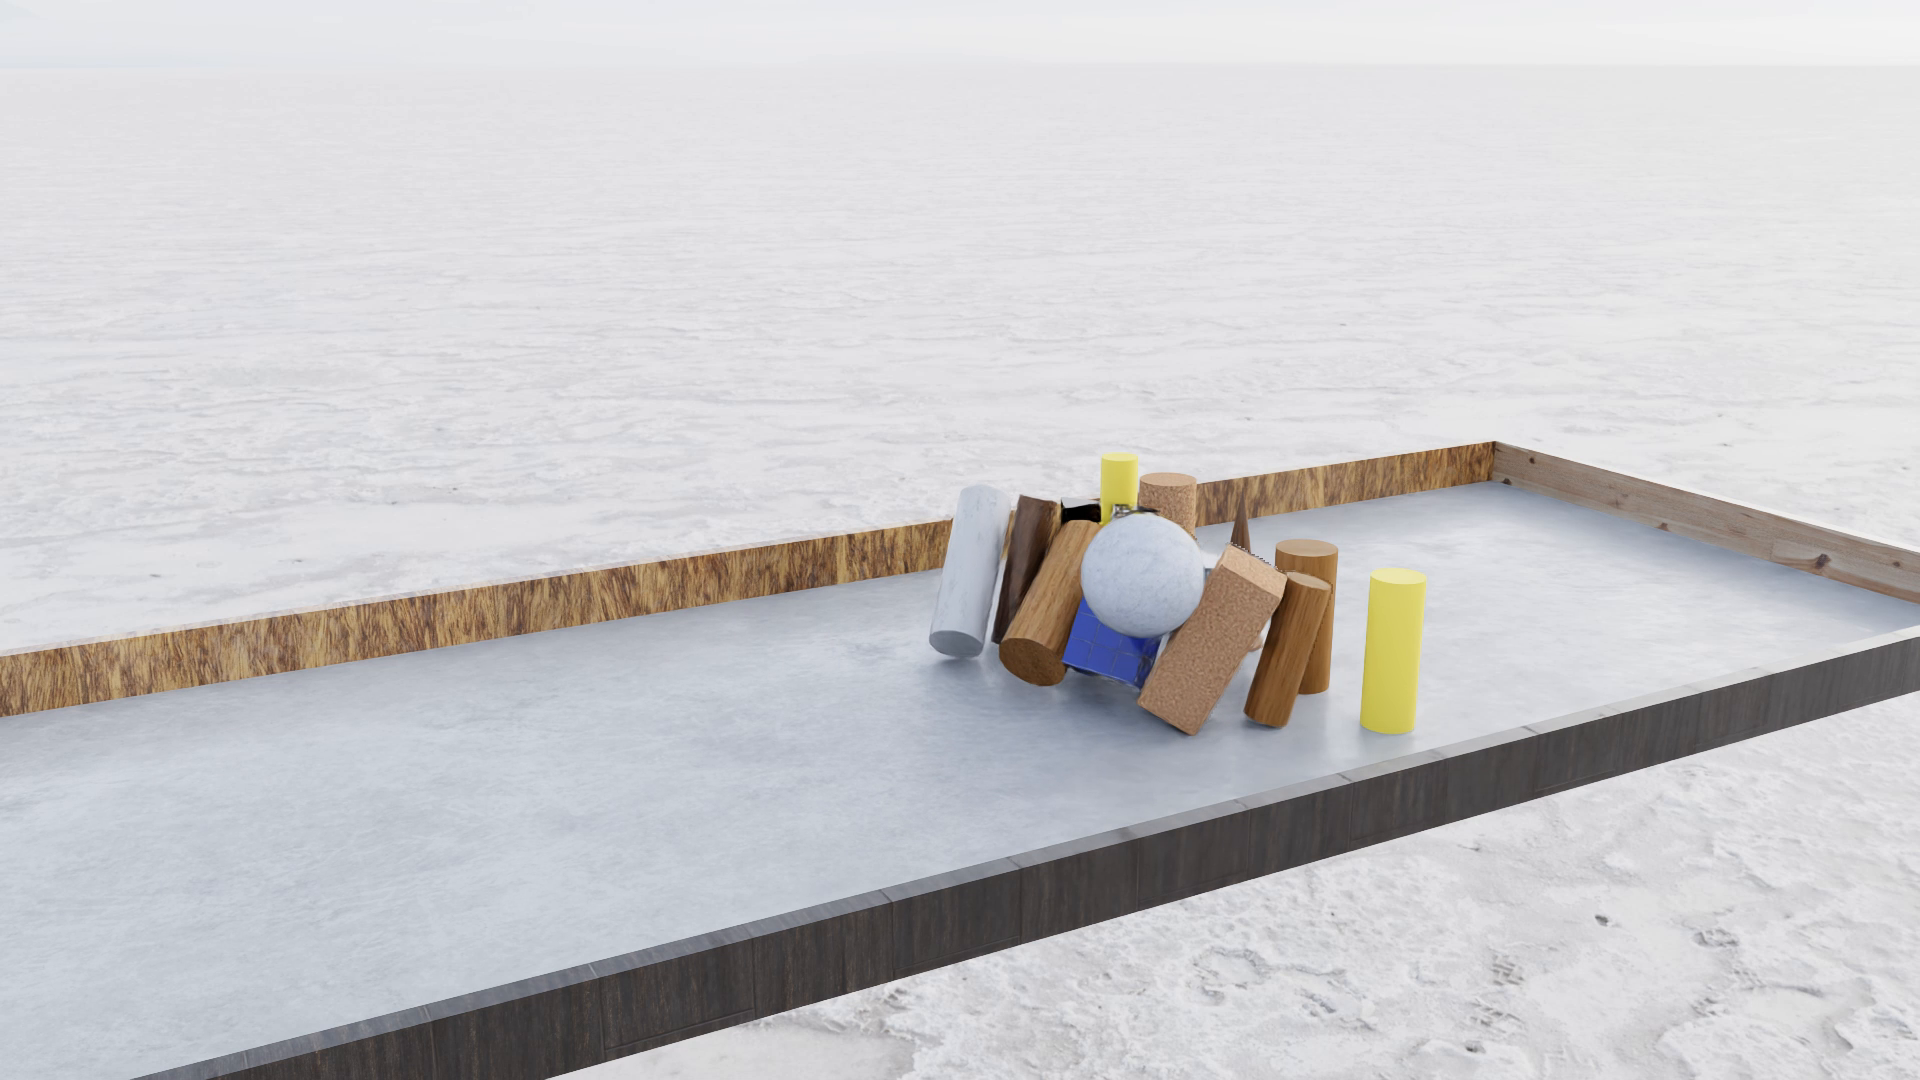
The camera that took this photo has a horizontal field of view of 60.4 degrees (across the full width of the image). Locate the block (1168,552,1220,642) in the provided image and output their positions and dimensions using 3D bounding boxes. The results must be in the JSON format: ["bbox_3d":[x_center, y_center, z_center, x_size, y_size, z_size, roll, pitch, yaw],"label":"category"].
[{"bbox_3d":[0.588,0.204,4.068,0.112,0.325,0.112,11,18,22],"label":"block"}]

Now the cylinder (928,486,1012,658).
[{"bbox_3d":[0.029,0.080,4.362,0.145,0.145,0.449,4,58,13],"label":"cylinder"}]

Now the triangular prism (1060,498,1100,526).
[{"bbox_3d":[0.312,0.047,4.619,0.119,0.324,0.103,-10,19,-31],"label":"triangular prism"}]

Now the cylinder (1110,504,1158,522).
[{"bbox_3d":[0.438,0.092,4.370,0.119,0.361,0.119,8,8,-1],"label":"cylinder"}]

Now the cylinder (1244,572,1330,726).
[{"bbox_3d":[0.762,0.256,3.846,0.106,0.345,0.106,13,15,-4],"label":"cylinder"}]

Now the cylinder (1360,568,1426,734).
[{"bbox_3d":[1.006,0.257,3.833,0.126,0.364,0.126,0,16,0],"label":"cylinder"}]

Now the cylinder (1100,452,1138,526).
[{"bbox_3d":[0.464,-0.054,4.842,0.108,0.392,0.108,0,16,0],"label":"cylinder"}]

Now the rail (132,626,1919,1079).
[{"bbox_3d":[-2.336,1.006,1.665,12.000,0.150,0.050,-9,18,-27],"label":"rail"}]

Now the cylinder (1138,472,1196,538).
[{"bbox_3d":[0.573,0.020,4.592,0.156,0.391,0.156,0,16,0],"label":"cylinder"}]

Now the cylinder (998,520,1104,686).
[{"bbox_3d":[0.256,0.155,4.173,0.176,0.176,0.417,8,48,26],"label":"cylinder"}]

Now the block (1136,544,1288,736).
[{"bbox_3d":[0.580,0.232,3.804,0.154,0.399,0.154,30,23,5],"label":"block"}]

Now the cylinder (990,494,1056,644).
[{"bbox_3d":[0.168,0.082,4.352,0.101,0.395,0.101,11,5,-1],"label":"cylinder"}]

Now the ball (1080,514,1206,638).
[{"bbox_3d":[0.409,0.080,3.692,0.278,0.278,0.278,0,16,0],"label":"ball"}]

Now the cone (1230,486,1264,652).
[{"bbox_3d":[0.736,0.067,4.353,0.148,0.436,0.148,0,16,0],"label":"cone"}]

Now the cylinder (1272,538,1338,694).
[{"bbox_3d":[0.848,0.189,4.082,0.151,0.355,0.151,0,16,0],"label":"cylinder"}]

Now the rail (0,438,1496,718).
[{"bbox_3d":[-3.305,0.497,3.399,12.000,0.150,0.050,-9,18,-27],"label":"rail"}]

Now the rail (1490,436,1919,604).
[{"bbox_3d":[2.466,-0.048,5.253,0.050,0.150,2.100,-9,18,-27],"label":"rail"}]

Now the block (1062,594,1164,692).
[{"bbox_3d":[0.401,0.176,4.020,0.180,0.335,0.180,16,-7,19],"label":"block"}]
